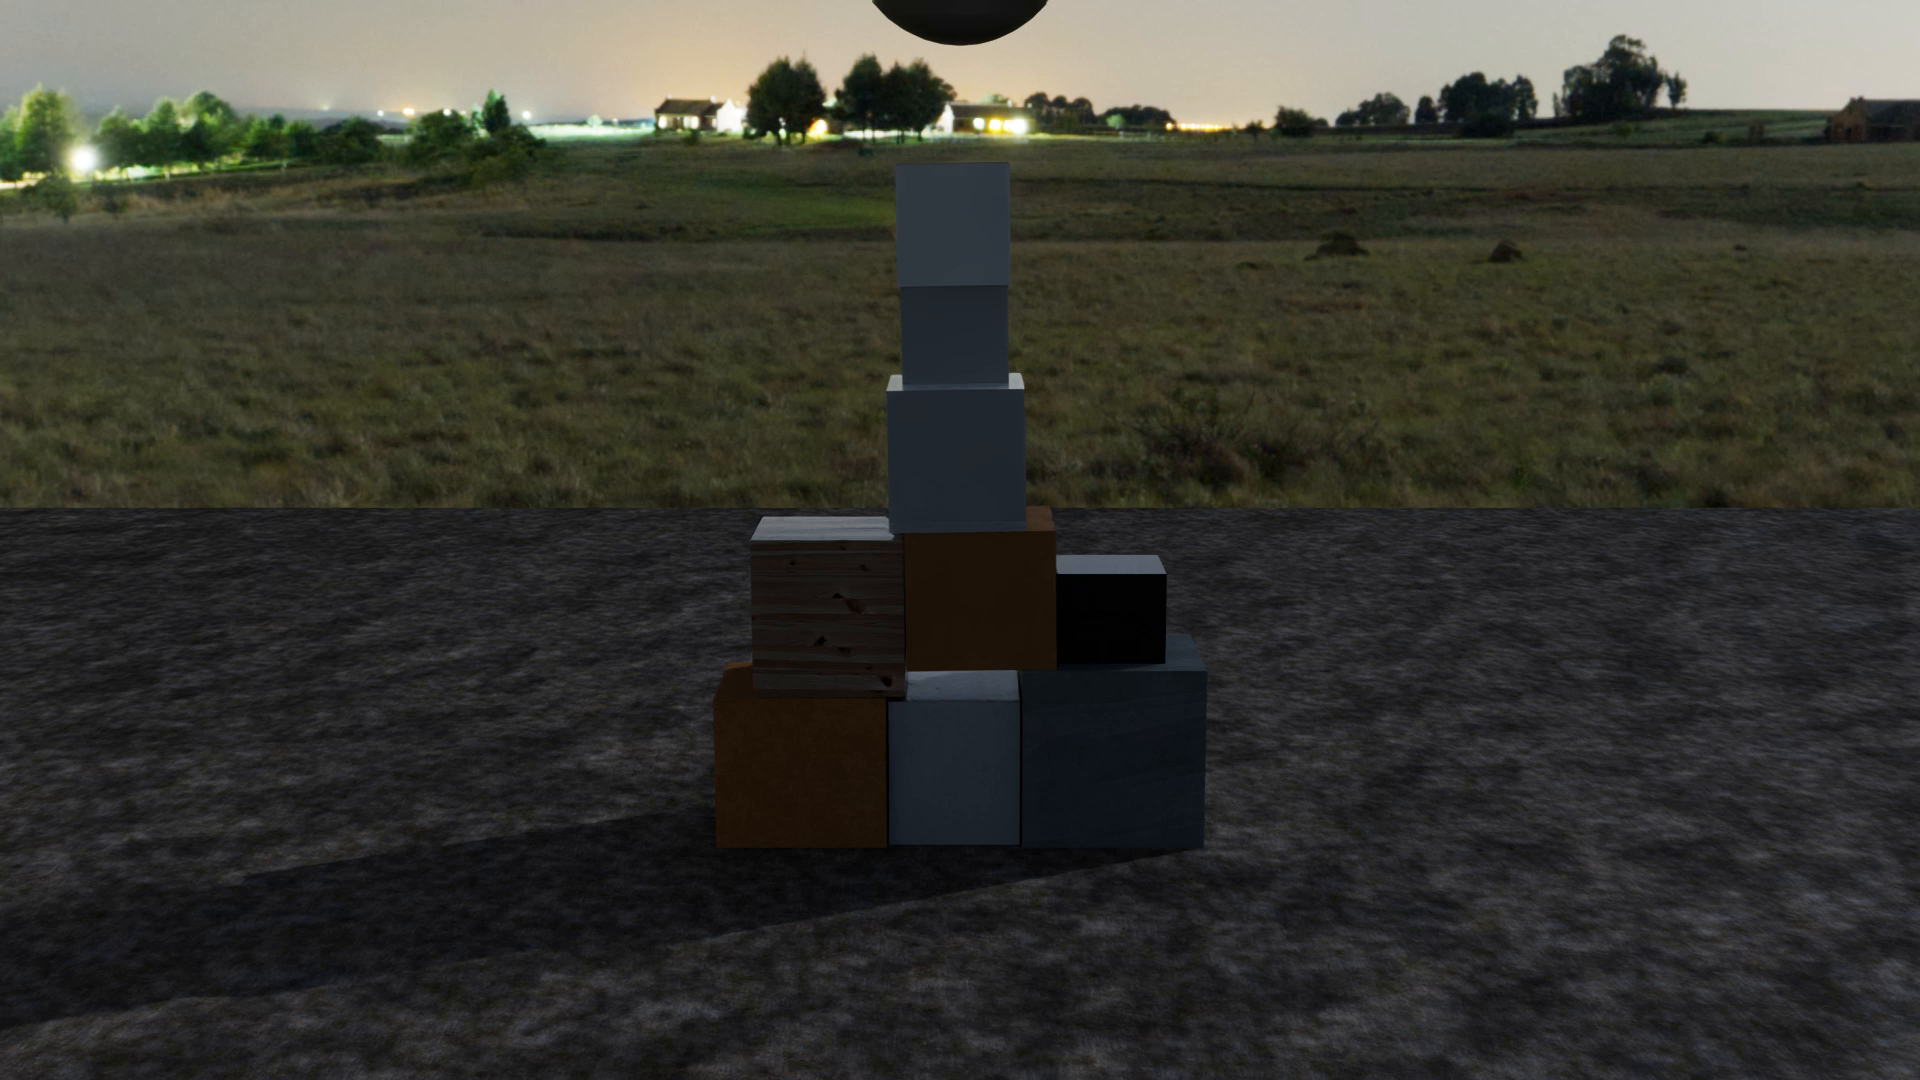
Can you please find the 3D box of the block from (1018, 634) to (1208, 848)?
[{"bbox_3d":[0.768,1.024,11.380,0.915,0.914,0.827,0,10,0],"label":"block"}]

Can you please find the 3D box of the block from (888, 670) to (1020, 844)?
[{"bbox_3d":[-0.029,1.113,11.372,0.659,0.741,0.674,0,10,0],"label":"block"}]

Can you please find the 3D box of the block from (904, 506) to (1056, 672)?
[{"bbox_3d":[0.103,0.237,11.218,0.744,0.699,0.748,-1,10,0],"label":"block"}]

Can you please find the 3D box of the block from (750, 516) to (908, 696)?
[{"bbox_3d":[-0.652,0.329,11.231,0.758,0.792,0.688,0,10,0],"label":"block"}]

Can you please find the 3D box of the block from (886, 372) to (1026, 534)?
[{"bbox_3d":[-0.016,-0.449,11.088,0.672,0.701,0.747,-1,10,0],"label":"block"}]

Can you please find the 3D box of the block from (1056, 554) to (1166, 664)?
[{"bbox_3d":[0.761,0.349,11.258,0.541,0.459,0.515,0,10,0],"label":"block"}]

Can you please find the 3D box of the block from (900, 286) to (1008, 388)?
[{"bbox_3d":[-0.025,-1.041,11.005,0.521,0.494,0.535,-1,10,0],"label":"block"}]

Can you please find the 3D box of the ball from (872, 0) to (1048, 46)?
[{"bbox_3d":[0.000,-4.331,15.632,1.600,1.600,1.600,0,10,0],"label":"ball"}]

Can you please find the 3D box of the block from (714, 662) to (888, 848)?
[{"bbox_3d":[-0.797,1.098,11.371,0.857,0.771,0.776,0,10,0],"label":"block"}]

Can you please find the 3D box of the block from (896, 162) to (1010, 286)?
[{"bbox_3d":[-0.033,-1.572,10.909,0.551,0.585,0.553,-1,10,0],"label":"block"}]
